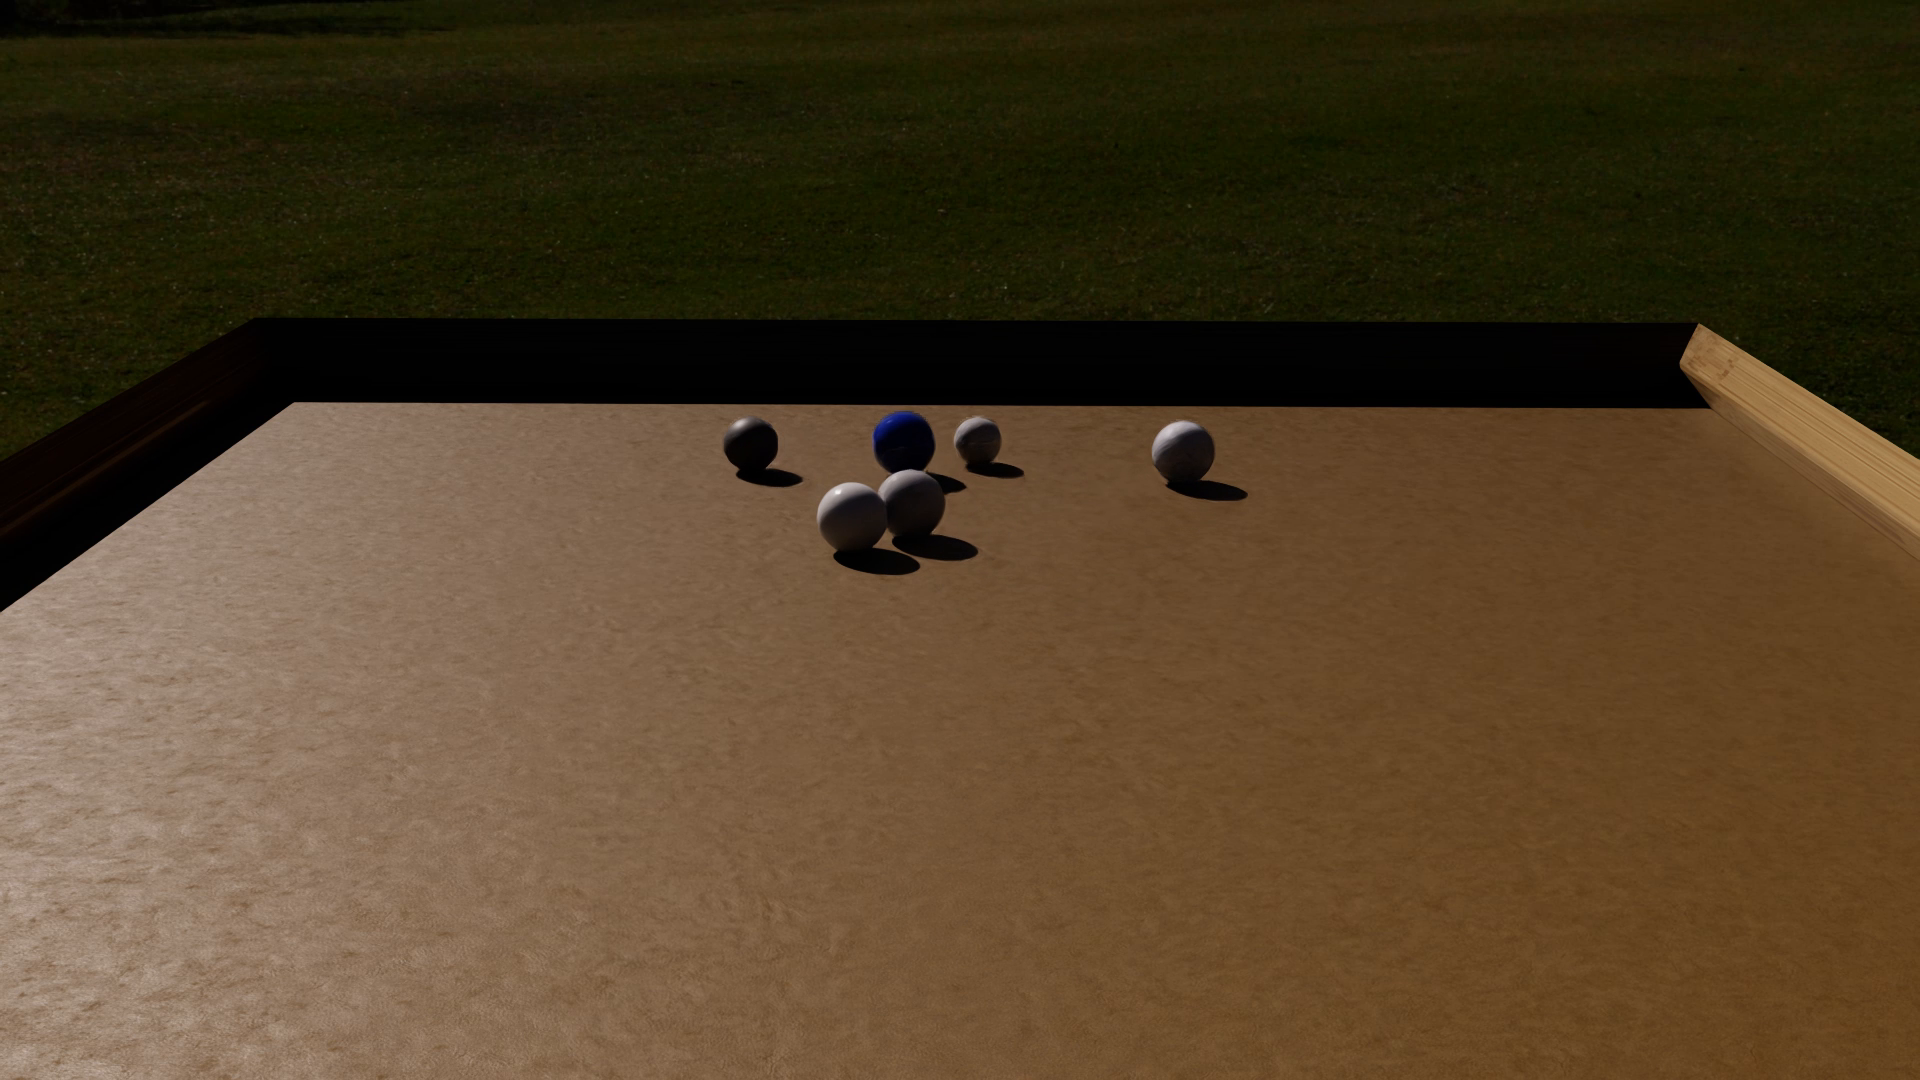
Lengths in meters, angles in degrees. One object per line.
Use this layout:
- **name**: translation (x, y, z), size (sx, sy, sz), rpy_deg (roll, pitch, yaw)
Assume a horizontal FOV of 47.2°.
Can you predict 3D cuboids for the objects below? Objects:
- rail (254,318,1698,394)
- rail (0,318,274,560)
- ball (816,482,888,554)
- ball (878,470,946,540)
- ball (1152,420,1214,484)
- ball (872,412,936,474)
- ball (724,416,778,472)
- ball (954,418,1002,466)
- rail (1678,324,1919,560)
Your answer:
- **rail**: translation (0.021, -0.318, 3.849), size (2.535, 0.125, 0.045), rpy_deg (0, 16, 1)
- **rail**: translation (-1.265, 0.280, 1.819), size (0.045, 0.125, 4.331), rpy_deg (0, 16, 1)
- **ball**: translation (-0.144, -0.030, 2.928), size (0.095, 0.095, 0.095), rpy_deg (0, 16, 0)
- **ball**: translation (-0.068, -0.048, 2.992), size (0.095, 0.095, 0.095), rpy_deg (0, 16, 0)
- **ball**: translation (0.332, -0.130, 3.273), size (0.093, 0.093, 0.093), rpy_deg (0, 16, 0)
- **ball**: translation (-0.085, -0.144, 3.314), size (0.096, 0.096, 0.096), rpy_deg (0, 16, 0)
- **ball**: translation (-0.317, -0.145, 3.342), size (0.083, 0.083, 0.083), rpy_deg (0, 16, 0)
- **ball**: translation (0.027, -0.152, 3.380), size (0.074, 0.074, 0.074), rpy_deg (0, 16, 0)
- **rail**: translation (1.222, 0.294, 1.772), size (0.045, 0.125, 4.331), rpy_deg (0, 16, 1)
